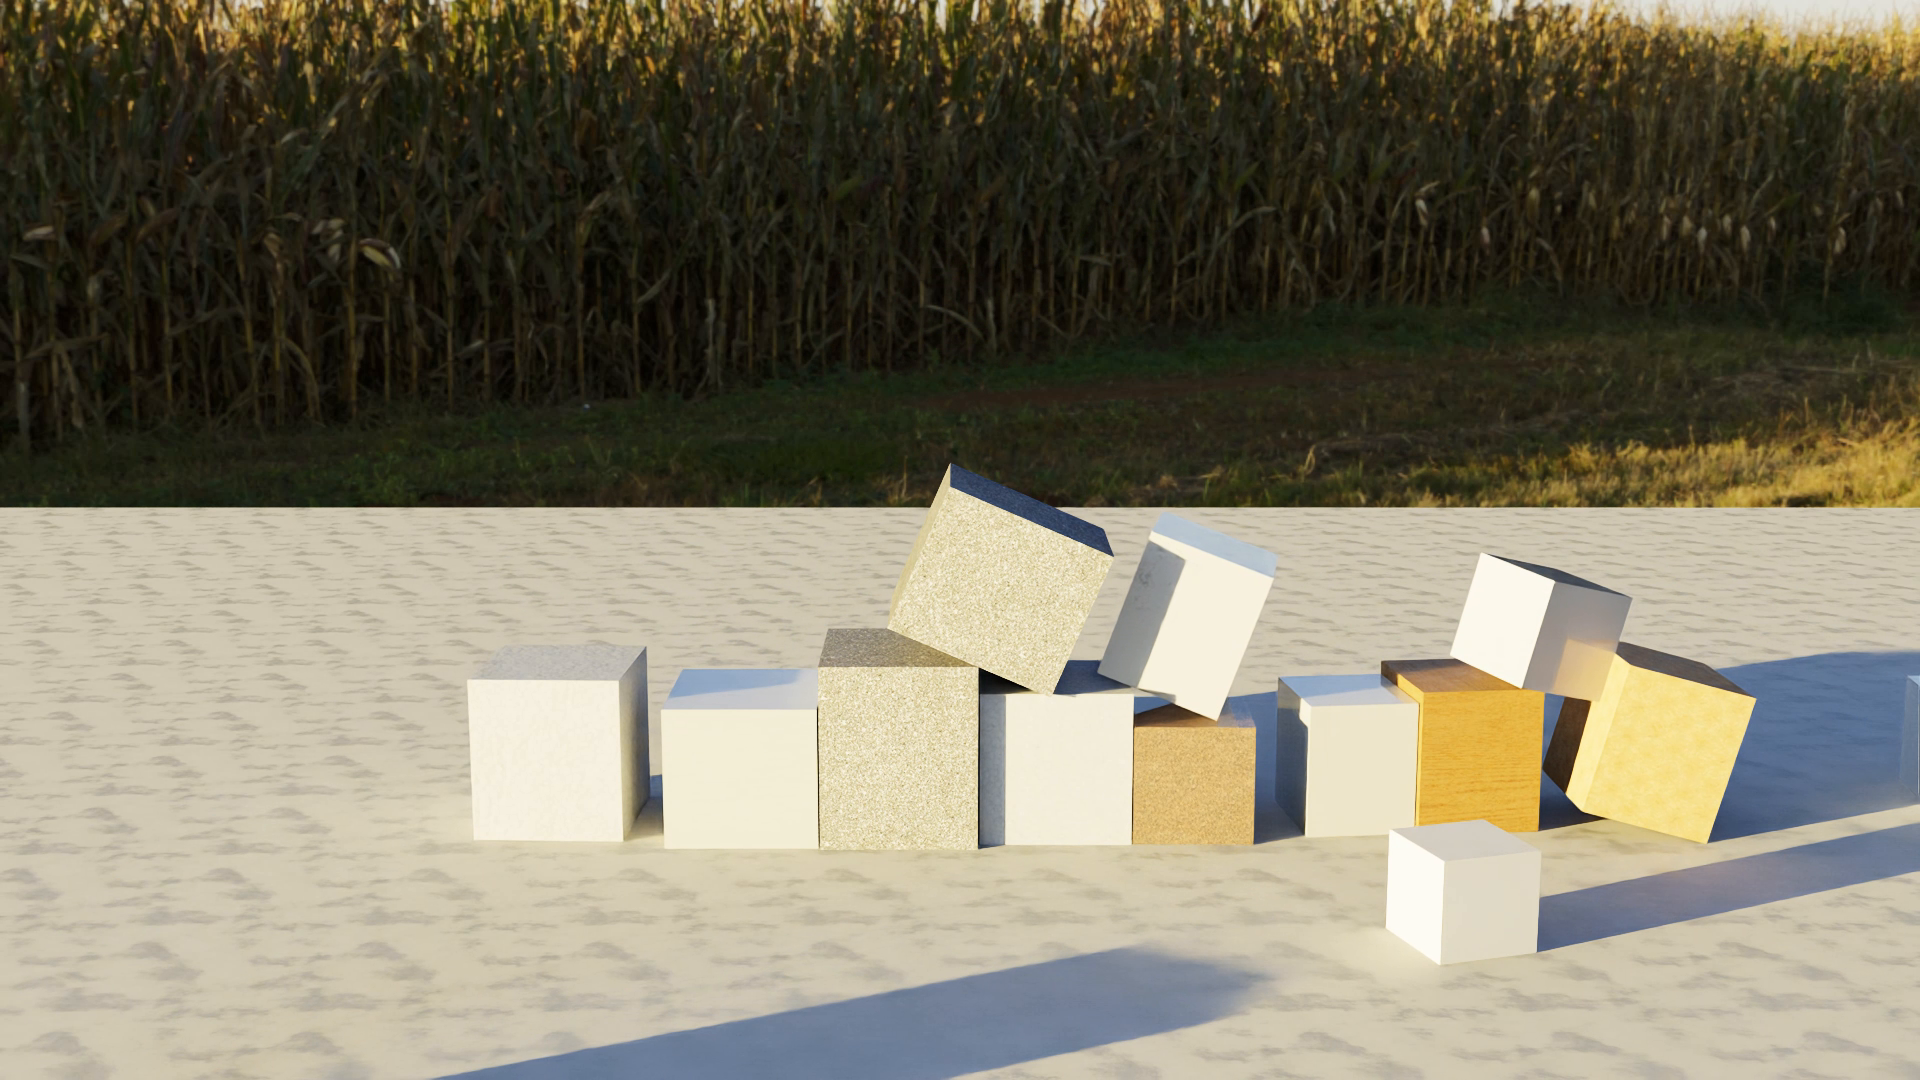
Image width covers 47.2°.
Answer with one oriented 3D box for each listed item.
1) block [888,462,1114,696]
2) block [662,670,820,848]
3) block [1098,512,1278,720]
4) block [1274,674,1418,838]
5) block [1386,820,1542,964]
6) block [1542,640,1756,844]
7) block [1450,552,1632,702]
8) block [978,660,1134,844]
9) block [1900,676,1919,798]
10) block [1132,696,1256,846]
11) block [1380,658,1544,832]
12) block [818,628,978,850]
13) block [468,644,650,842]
[{"bbox_3d":[0.199,0.188,11.200,0.880,0.770,0.811,23,9,-4],"label":"block"},{"bbox_3d":[-1.097,1.120,11.399,0.772,0.718,0.853,0,10,0],"label":"block"},{"bbox_3d":[1.188,0.376,11.385,0.648,0.780,0.742,21,12,6],"label":"block"},{"bbox_3d":[2.012,1.117,11.498,0.564,0.688,0.633,-1,10,-7],"label":"block"},{"bbox_3d":[2.224,1.551,9.737,0.478,0.465,0.474,-3,11,-18],"label":"block"},{"bbox_3d":[3.552,1.012,11.405,0.662,0.783,0.759,15,10,-3],"label":"block"},{"bbox_3d":[2.984,0.447,11.312,0.541,0.561,0.567,11,9,-29],"label":"block"},{"bbox_3d":[0.481,1.088,11.392,0.766,0.783,0.731,0,10,0],"label":"block"},{"bbox_3d":[5.525,1.105,11.862,0.655,0.582,0.678,1,10,8],"label":"block"},{"bbox_3d":[1.180,1.183,11.351,0.607,0.612,0.617,0,10,1],"label":"block"},{"bbox_3d":[2.616,1.073,11.554,0.636,0.754,0.706,-1,10,-7],"label":"block"},{"bbox_3d":[-0.307,1.012,11.374,0.790,0.940,0.876,0,10,0],"label":"block"},{"bbox_3d":[-2.075,1.045,11.479,0.763,0.837,0.784,0,10,2],"label":"block"}]
